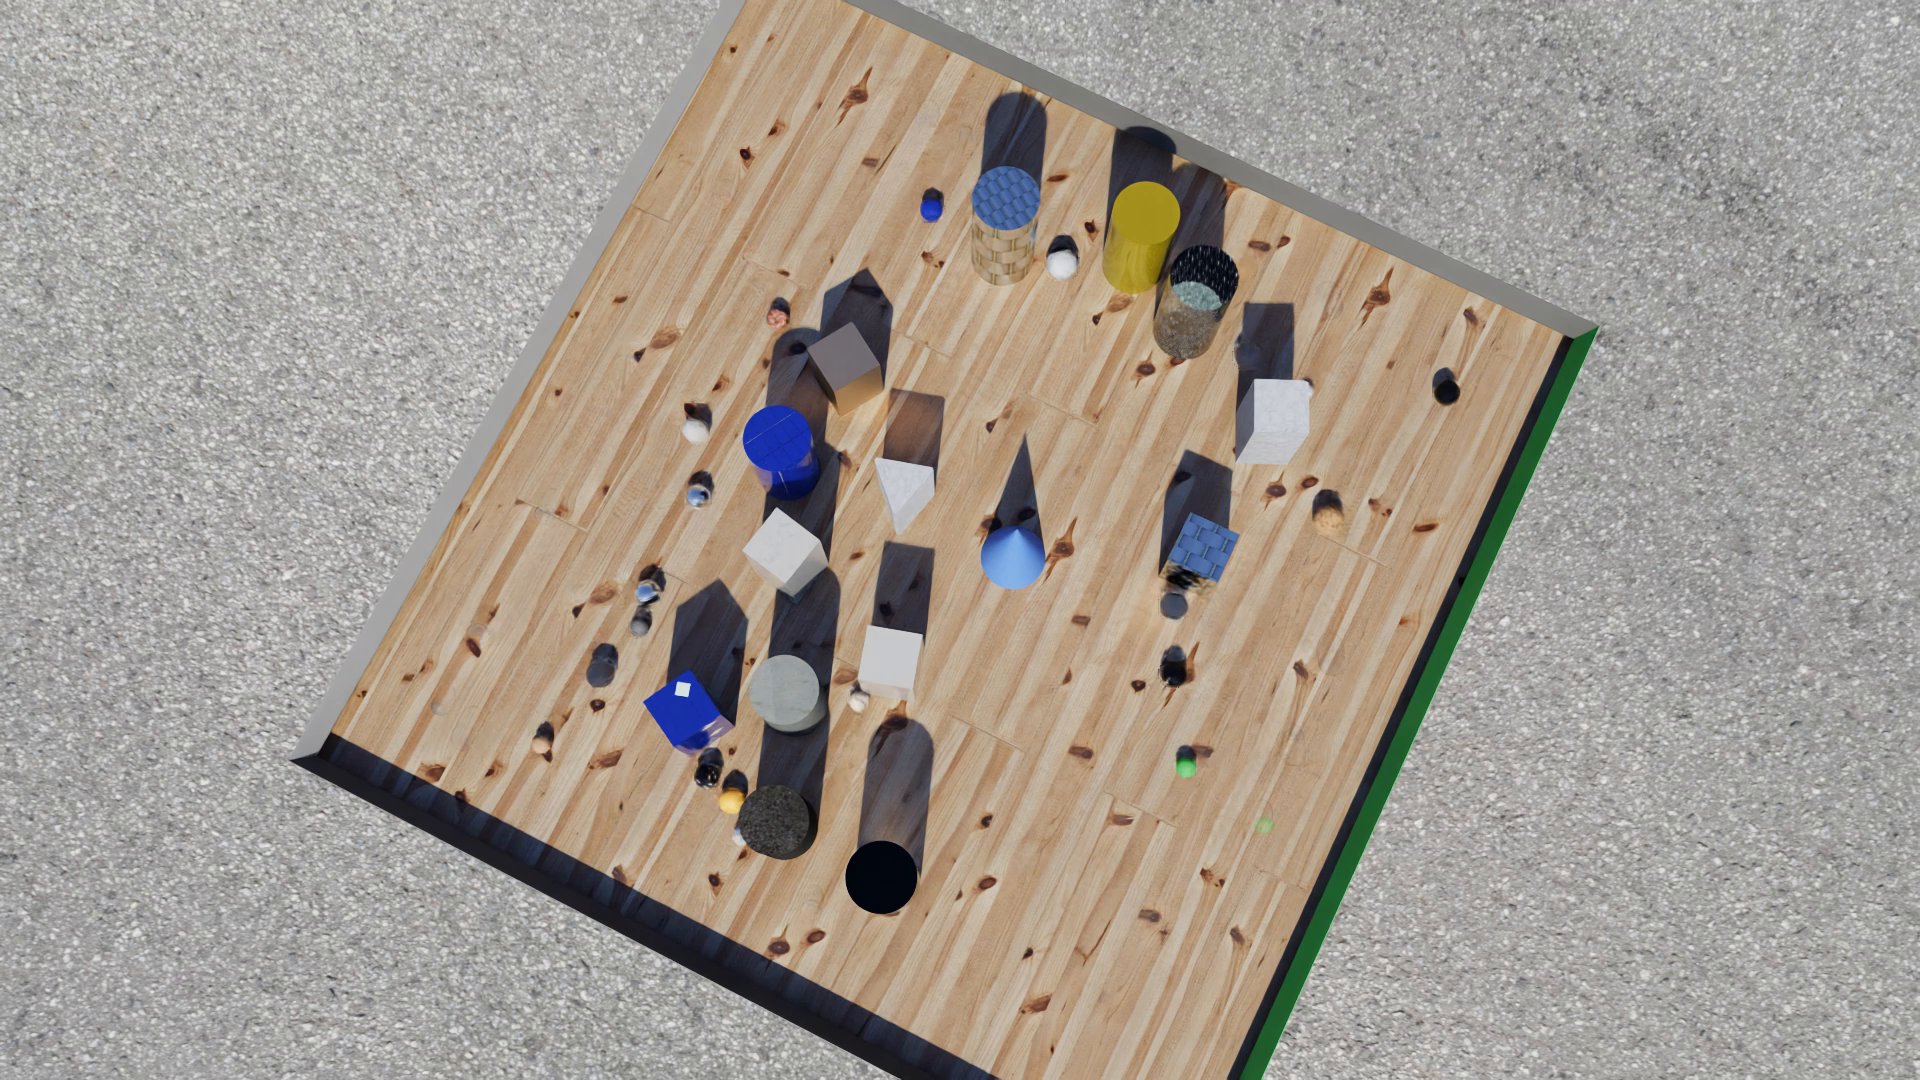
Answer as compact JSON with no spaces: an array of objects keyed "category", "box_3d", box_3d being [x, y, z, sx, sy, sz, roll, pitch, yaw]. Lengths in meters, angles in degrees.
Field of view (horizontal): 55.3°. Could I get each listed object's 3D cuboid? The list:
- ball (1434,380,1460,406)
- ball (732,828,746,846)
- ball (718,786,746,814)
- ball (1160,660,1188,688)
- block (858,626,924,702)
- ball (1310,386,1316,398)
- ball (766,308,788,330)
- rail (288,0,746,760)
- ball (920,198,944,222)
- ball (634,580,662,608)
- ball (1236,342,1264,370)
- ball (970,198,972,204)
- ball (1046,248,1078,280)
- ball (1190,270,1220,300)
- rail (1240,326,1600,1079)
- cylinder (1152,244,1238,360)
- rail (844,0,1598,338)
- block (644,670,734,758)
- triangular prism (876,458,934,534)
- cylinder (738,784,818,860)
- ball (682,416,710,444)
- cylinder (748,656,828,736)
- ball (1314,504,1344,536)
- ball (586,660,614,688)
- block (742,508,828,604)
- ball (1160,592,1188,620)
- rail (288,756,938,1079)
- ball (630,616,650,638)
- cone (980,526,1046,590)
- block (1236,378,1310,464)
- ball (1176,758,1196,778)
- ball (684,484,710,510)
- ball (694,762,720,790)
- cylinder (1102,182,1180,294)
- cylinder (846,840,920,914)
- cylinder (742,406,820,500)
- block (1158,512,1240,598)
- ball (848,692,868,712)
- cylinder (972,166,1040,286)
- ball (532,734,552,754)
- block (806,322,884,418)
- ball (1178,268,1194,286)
[{"category":"ball","box_3d":[1.508,-0.455,5.670,0.079,0.079,0.079,0,78,0]},{"category":"ball","box_3d":[-0.643,0.872,5.402,0.055,0.055,0.055,0,78,0]},{"category":"ball","box_3d":[-0.674,0.770,5.417,0.080,0.080,0.080,0,78,0]},{"category":"ball","box_3d":[0.642,0.403,5.492,0.080,0.080,0.080,0,78,0]},{"category":"block","box_3d":[-0.199,0.366,5.375,0.159,0.325,0.159,10,78,2]},{"category":"ball","box_3d":[1.078,-0.460,5.688,0.047,0.047,0.047,0,78,0]},{"category":"ball","box_3d":[-0.570,-0.692,5.725,0.069,0.069,0.069,0,78,0]},{"category":"rail","box_3d":[-1.285,-0.622,5.678,0.045,0.129,2.946,26,80,5]},{"category":"ball","box_3d":[-0.090,-1.046,5.795,0.076,0.076,0.076,0,78,0]},{"category":"ball","box_3d":[-0.945,0.162,5.540,0.085,0.085,0.085,0,78,0]},{"category":"ball","box_3d":[0.898,-0.571,5.691,0.087,0.087,0.087,0,78,0]},{"category":"ball","box_3d":[0.055,-1.076,5.817,0.044,0.044,0.044,0,78,0]},{"category":"ball","box_3d":[0.320,-0.866,5.745,0.099,0.099,0.099,0,78,0]},{"category":"ball","box_3d":[0.769,-0.800,5.735,0.093,0.093,0.093,0,78,0]},{"category":"rail","box_3d":[1.285,0.636,5.418,0.045,0.129,2.946,26,80,5]},{"category":"cylinder","box_3d":[0.705,-0.709,5.520,0.199,0.478,0.199,0,78,0]},{"category":"rail","box_3d":[0.648,-1.262,5.811,2.920,0.129,0.045,26,80,5]},{"category":"block","box_3d":[-0.786,0.509,5.339,0.159,0.337,0.159,-35,80,-7]},{"category":"triangular prism","box_3d":[-0.190,-0.159,5.490,0.149,0.312,0.172,40,81,8]},{"category":"cylinder","box_3d":[-0.520,0.816,5.280,0.199,0.329,0.199,0,78,0]},{"category":"ball","box_3d":[-0.814,-0.339,5.644,0.083,0.083,0.083,0,78,0]},{"category":"cylinder","box_3d":[-0.497,0.458,5.343,0.199,0.350,0.199,0,78,0]},{"category":"ball","box_3d":[1.124,-0.061,5.581,0.094,0.094,0.094,0,78,0]},{"category":"ball","box_3d":[-1.078,0.401,5.490,0.085,0.085,0.085,0,78,0]},{"category":"block","box_3d":[-0.512,0.051,5.423,0.159,0.359,0.159,37,81,7]},{"category":"ball","box_3d":[0.646,0.201,5.532,0.085,0.085,0.085,0,78,0]},{"category":"rail","box_3d":[-0.648,1.276,5.285,2.920,0.129,0.045,26,80,5]},{"category":"ball","box_3d":[-0.967,0.262,5.531,0.061,0.061,0.061,0,78,0]},{"category":"cone","box_3d":[0.163,0.011,5.405,0.199,0.411,0.199,0,78,0]},{"category":"block","box_3d":[0.933,-0.351,5.498,0.159,0.375,0.159,2,78,0]},{"category":"ball","box_3d":[0.672,0.675,5.446,0.060,0.060,0.060,0,78,0]},{"category":"ball","box_3d":[-0.804,-0.131,5.603,0.080,0.080,0.080,0,78,0]},{"category":"ball","box_3d":[-0.749,0.700,5.432,0.078,0.078,0.078,0,78,0]},{"category":"cylinder","box_3d":[0.548,-0.917,5.589,0.199,0.426,0.199,0,78,0]},{"category":"cylinder","box_3d":[-0.216,0.964,5.215,0.199,0.395,0.199,0,78,0]},{"category":"cylinder","box_3d":[-0.529,-0.256,5.479,0.199,0.374,0.199,0,78,0]},{"category":"block","box_3d":[0.711,0.049,5.469,0.159,0.270,0.159,25,79,5]},{"category":"ball","box_3d":[-0.303,0.483,5.485,0.060,0.060,0.060,0,78,0]},{"category":"cylinder","box_3d":[0.135,-0.947,5.569,0.199,0.477,0.199,0,78,0]},{"category":"ball","box_3d":[-1.247,0.608,5.460,0.060,0.060,0.060,0,78,0]},{"category":"block","box_3d":[-0.347,-0.516,5.579,0.159,0.283,0.159,-32,80,-6]},{"category":"ball","box_3d":[0.708,-0.827,5.762,0.051,0.051,0.051,0,78,0]}]
